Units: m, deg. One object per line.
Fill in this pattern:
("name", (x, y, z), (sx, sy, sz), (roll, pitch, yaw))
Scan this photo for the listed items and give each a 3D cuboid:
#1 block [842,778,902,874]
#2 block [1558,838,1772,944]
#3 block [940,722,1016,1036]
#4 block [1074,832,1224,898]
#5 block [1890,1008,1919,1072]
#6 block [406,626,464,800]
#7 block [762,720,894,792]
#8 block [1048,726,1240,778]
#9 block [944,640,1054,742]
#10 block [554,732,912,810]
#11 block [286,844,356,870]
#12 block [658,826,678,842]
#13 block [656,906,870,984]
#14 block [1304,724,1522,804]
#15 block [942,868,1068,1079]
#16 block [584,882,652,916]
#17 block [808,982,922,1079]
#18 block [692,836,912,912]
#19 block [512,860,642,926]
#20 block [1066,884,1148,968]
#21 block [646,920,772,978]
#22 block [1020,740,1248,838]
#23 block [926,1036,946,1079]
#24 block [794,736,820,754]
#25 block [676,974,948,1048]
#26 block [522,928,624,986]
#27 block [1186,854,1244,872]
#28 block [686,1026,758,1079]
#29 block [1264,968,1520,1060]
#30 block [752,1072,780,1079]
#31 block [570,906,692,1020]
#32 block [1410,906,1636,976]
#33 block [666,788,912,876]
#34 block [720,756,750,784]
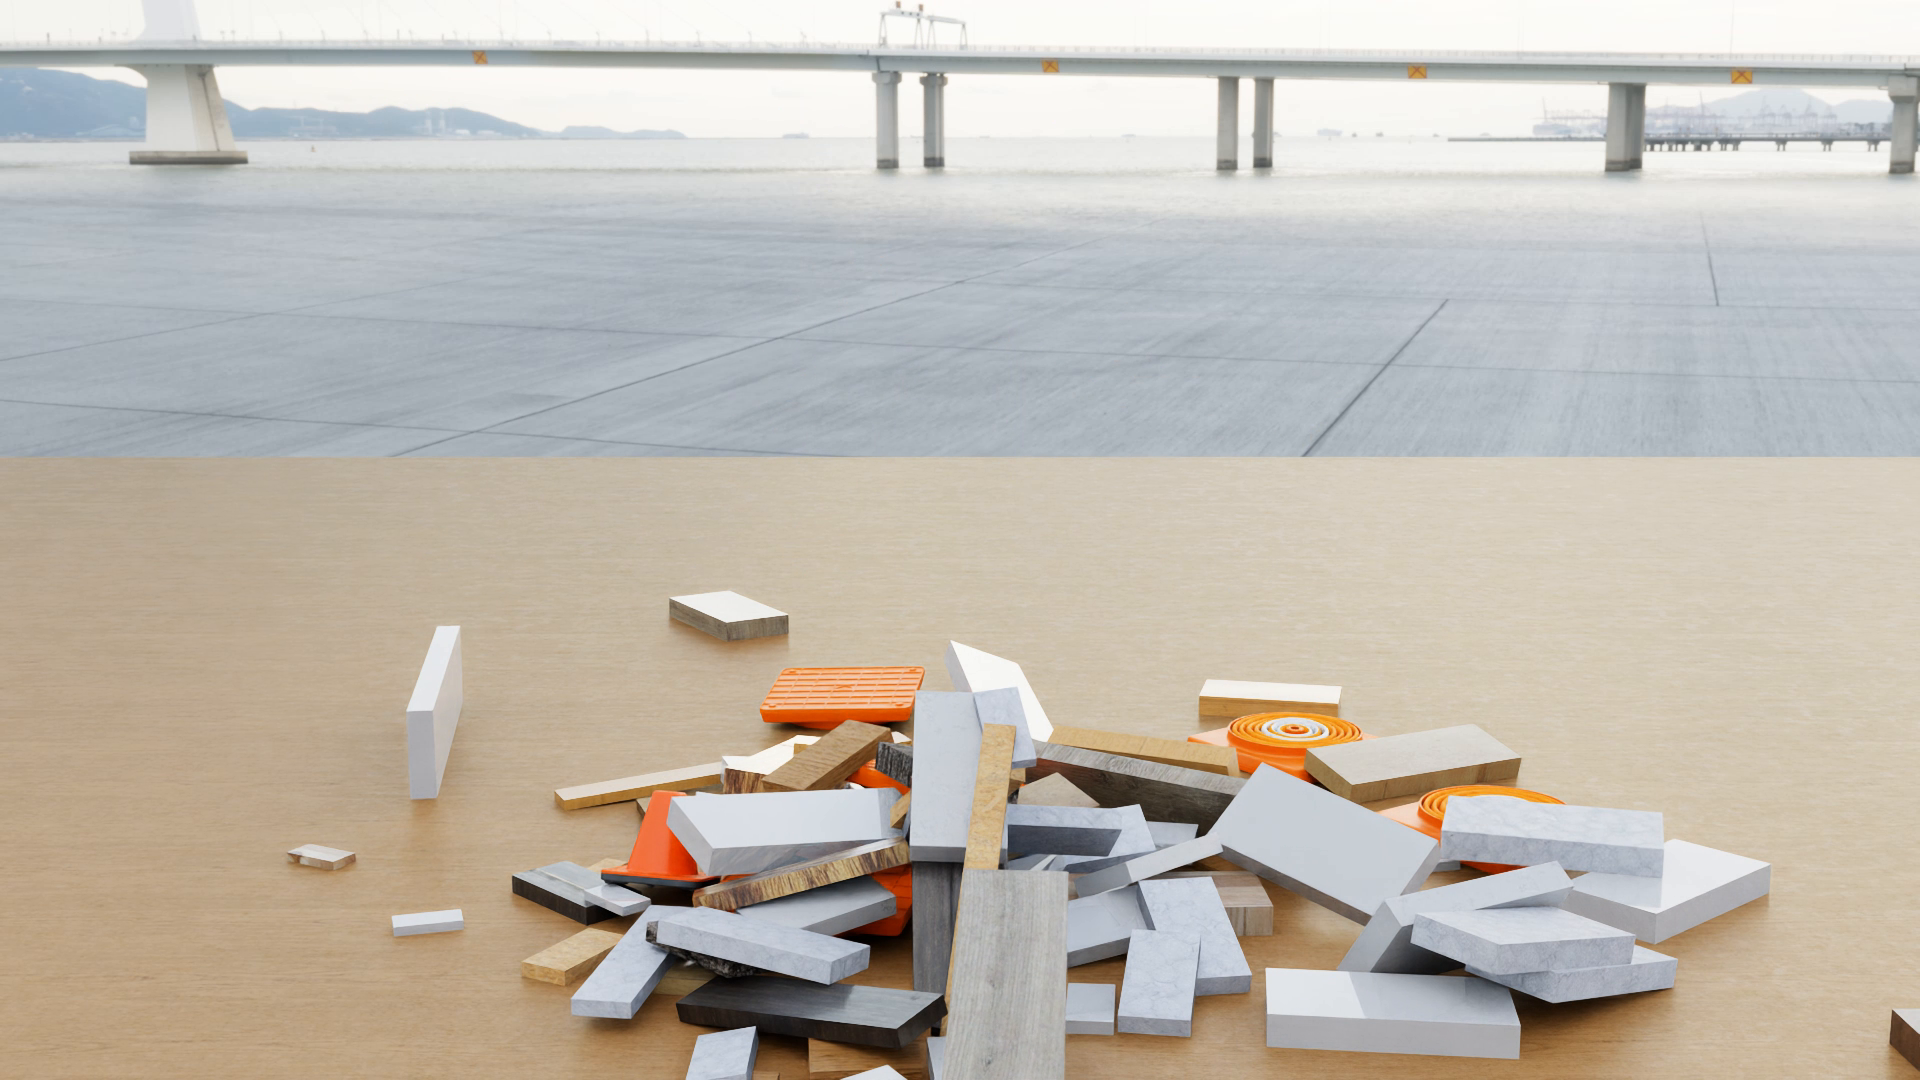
("block", (-0.156, 0.502, 3.869), (0.120, 0.034, 0.240), (36, 7, -8))
("block", (1.160, 0.574, 3.617), (0.356, 0.050, 0.178), (-9, 14, -41))
("block", (0.025, 0.500, 3.132), (0.049, 0.014, 0.581), (4, 49, 6))
("block", (0.304, 0.522, 3.531), (0.235, 0.033, 0.117), (-9, -13, -46))
("block", (1.387, 0.709, 2.889), (0.178, 0.050, 0.356), (0, 11, -1))
("block", (-1.077, 0.342, 4.530), (0.049, 0.173, 0.733), (-2, 11, -9))
("block", (-0.231, 0.388, 3.858), (0.110, 0.031, 0.220), (7, 30, 44))
("block", (0.340, 0.439, 3.999), (0.346, 0.173, 0.049), (5, 38, 26))
("block", (0.084, 0.345, 4.707), (0.167, 0.047, 0.716), (20, 8, -9))
("block", (-0.433, 0.448, 4.292), (0.712, 0.020, 0.072), (-8, 13, -24))
("block", (-1.113, 0.552, 3.832), (0.108, 0.015, 0.054), (6, 12, 27))
("block", (-0.501, 0.524, 3.988), (0.045, 0.013, 0.091), (7, 12, 32))
("block", (-0.284, 0.583, 3.174), (0.286, 0.033, 0.117), (8, 5, 25))
("block", (0.885, 0.435, 4.297), (0.412, 0.042, 0.149), (-5, 24, -27))
("block", (0.055, 0.651, 2.706), (0.148, 0.042, 0.874), (1, 22, 3))
("block", (-0.550, 0.577, 3.530), (0.054, 0.015, 0.108), (-10, 14, -43))
("block", (-0.135, 0.688, 3.028), (0.148, 0.042, 0.295), (-1, 11, -4))
("block", (-0.243, 0.517, 3.380), (0.334, 0.031, 0.108), (-14, -1, -5))
("block", (-0.634, 0.581, 3.631), (0.108, 0.031, 0.217), (-10, 14, -43))
("block", (0.221, 0.596, 3.399), (0.220, 0.031, 0.110), (-10, 32, -19))
("block", (-0.363, 0.600, 3.250), (0.102, 0.029, 0.204), (2, 6, -43))
("block", (0.329, 0.464, 3.921), (0.629, 0.153, 0.043), (7, 39, 34))
("block", (0.026, 0.697, 2.815), (0.118, 0.034, 0.237), (-1, 11, -5))
("block", (-0.238, 0.390, 4.127), (0.144, 0.020, 0.072), (5, 6, -1))
("block", (-0.211, 0.648, 3.045), (0.418, 0.029, 0.102), (-4, 15, 39))
("block", (-0.585, 0.636, 3.360), (0.081, 0.023, 0.163), (6, 12, 28))
("block", (0.447, 0.562, 3.775), (0.058, 0.017, 0.117), (-7, 13, -35))
("block", (-0.319, 0.702, 2.957), (0.081, 0.023, 0.163), (-10, 9, 1))
("block", (0.606, 0.668, 3.114), (0.343, 0.049, 0.171), (1, 11, 7))
("block", (-0.271, 0.727, 2.896), (0.049, 0.014, 0.097), (1, 11, 7))
("block", (-0.476, 0.624, 3.280), (0.087, 0.025, 0.386), (2, 11, 9))
("block", (0.809, 0.572, 3.152), (0.305, 0.043, 0.153), (5, 6, -37))
("block", (-0.249, 0.468, 3.551), (0.411, 0.049, 0.171), (1, 21, -31))
("block", (-0.335, 0.466, 4.102), (0.167, 0.047, 0.334), (3, 7, -16))
